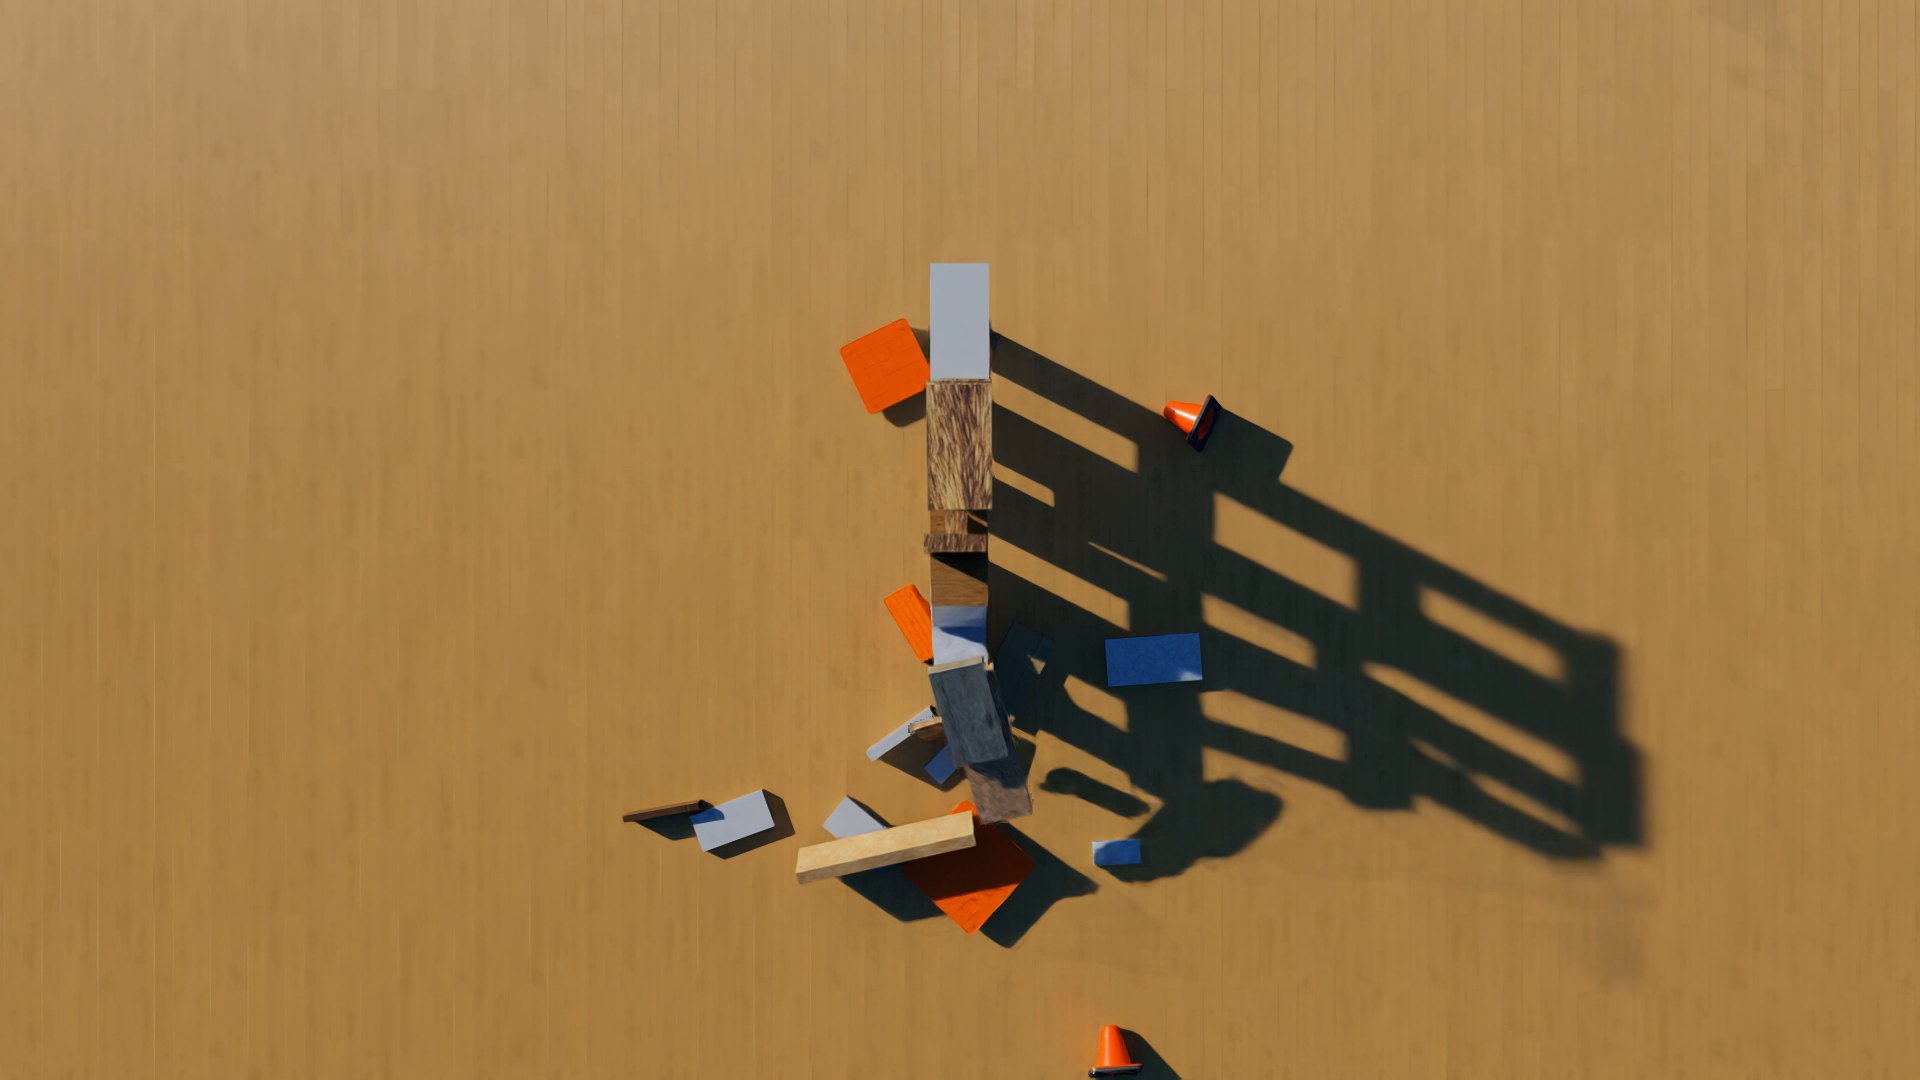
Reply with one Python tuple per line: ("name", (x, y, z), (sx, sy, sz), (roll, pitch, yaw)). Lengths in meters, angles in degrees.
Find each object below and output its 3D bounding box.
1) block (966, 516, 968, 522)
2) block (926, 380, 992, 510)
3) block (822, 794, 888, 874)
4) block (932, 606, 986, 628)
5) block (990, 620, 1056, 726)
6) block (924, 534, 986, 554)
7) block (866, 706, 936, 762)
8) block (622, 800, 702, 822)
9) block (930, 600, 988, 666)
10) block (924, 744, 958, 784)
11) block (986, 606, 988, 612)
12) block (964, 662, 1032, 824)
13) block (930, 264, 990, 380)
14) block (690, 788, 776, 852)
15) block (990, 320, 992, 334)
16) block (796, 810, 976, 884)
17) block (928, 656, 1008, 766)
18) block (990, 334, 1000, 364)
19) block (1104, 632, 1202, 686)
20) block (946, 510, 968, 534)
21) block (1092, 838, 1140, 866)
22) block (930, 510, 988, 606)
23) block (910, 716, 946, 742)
("block", (-0.009, -0.052, 4.681), (0.060, 0.121, 0.017), (0, 98, 0))
("block", (-0.002, -0.251, 4.360), (0.171, 0.048, 0.342), (0, 89, 0))
("block", (-0.319, 0.979, 5.482), (0.253, 0.036, 0.126), (40, 90, 0))
("block", (-0.002, 0.193, 4.952), (0.163, 0.328, 0.046), (-1, 71, 0))
("block", (0.175, 0.441, 5.478), (0.156, 0.044, 0.312), (29, 90, 0))
("block", (-0.013, 0.013, 4.572), (0.169, 0.338, 0.048), (0, 88, 0))
("block", (-0.193, 0.637, 5.437), (0.253, 0.126, 0.036), (-35, 90, 0))
("block", (-0.984, 0.897, 5.461), (0.251, 0.078, 0.022), (-10, 90, 0))
("block", (-0.001, 0.325, 5.139), (0.168, 0.048, 0.336), (-3, 91, 0))
("block", (-0.038, 0.730, 5.489), (0.078, 0.022, 0.157), (45, 90, 0))
("block", (0.001, 0.204, 5.332), (0.168, 0.336, 0.048), (0, 90, 0))
("block", (0.085, 0.642, 5.157), (0.169, 0.048, 0.531), (-13, 113, 4))
("block", (-0.001, -0.578, 4.394), (0.156, 0.044, 0.312), (0, 90, 0))
("block", (-0.754, 0.932, 5.482), (0.253, 0.036, 0.126), (-20, 90, 0))
("block", (0.007, -0.469, 4.751), (0.161, 0.046, 0.321), (1, 90, 0))
("block", (-0.239, 1.001, 5.376), (0.589, 0.156, 0.044), (-13, 109, 3))
("block", (0.028, 0.526, 5.053), (0.169, 0.048, 0.338), (-13, 114, 6))
("block", (0.034, -0.599, 4.935), (0.161, 0.321, 0.046), (25, 89, 0))
("block", (0.641, 0.396, 5.478), (0.312, 0.044, 0.156), (-4, 90, 0))
("block", (-0.011, -0.070, 4.611), (0.060, 0.017, 0.121), (0, 90, 0))
("block", (0.521, 1.038, 5.489), (0.157, 0.022, 0.078), (-3, 90, 0))
("block", (-0.003, 0.026, 4.765), (0.163, 0.046, 0.327), (-1, 90, 0))
("block", (-0.069, 0.595, 5.237), (0.159, 0.080, 0.023), (-20, 48, 31))
